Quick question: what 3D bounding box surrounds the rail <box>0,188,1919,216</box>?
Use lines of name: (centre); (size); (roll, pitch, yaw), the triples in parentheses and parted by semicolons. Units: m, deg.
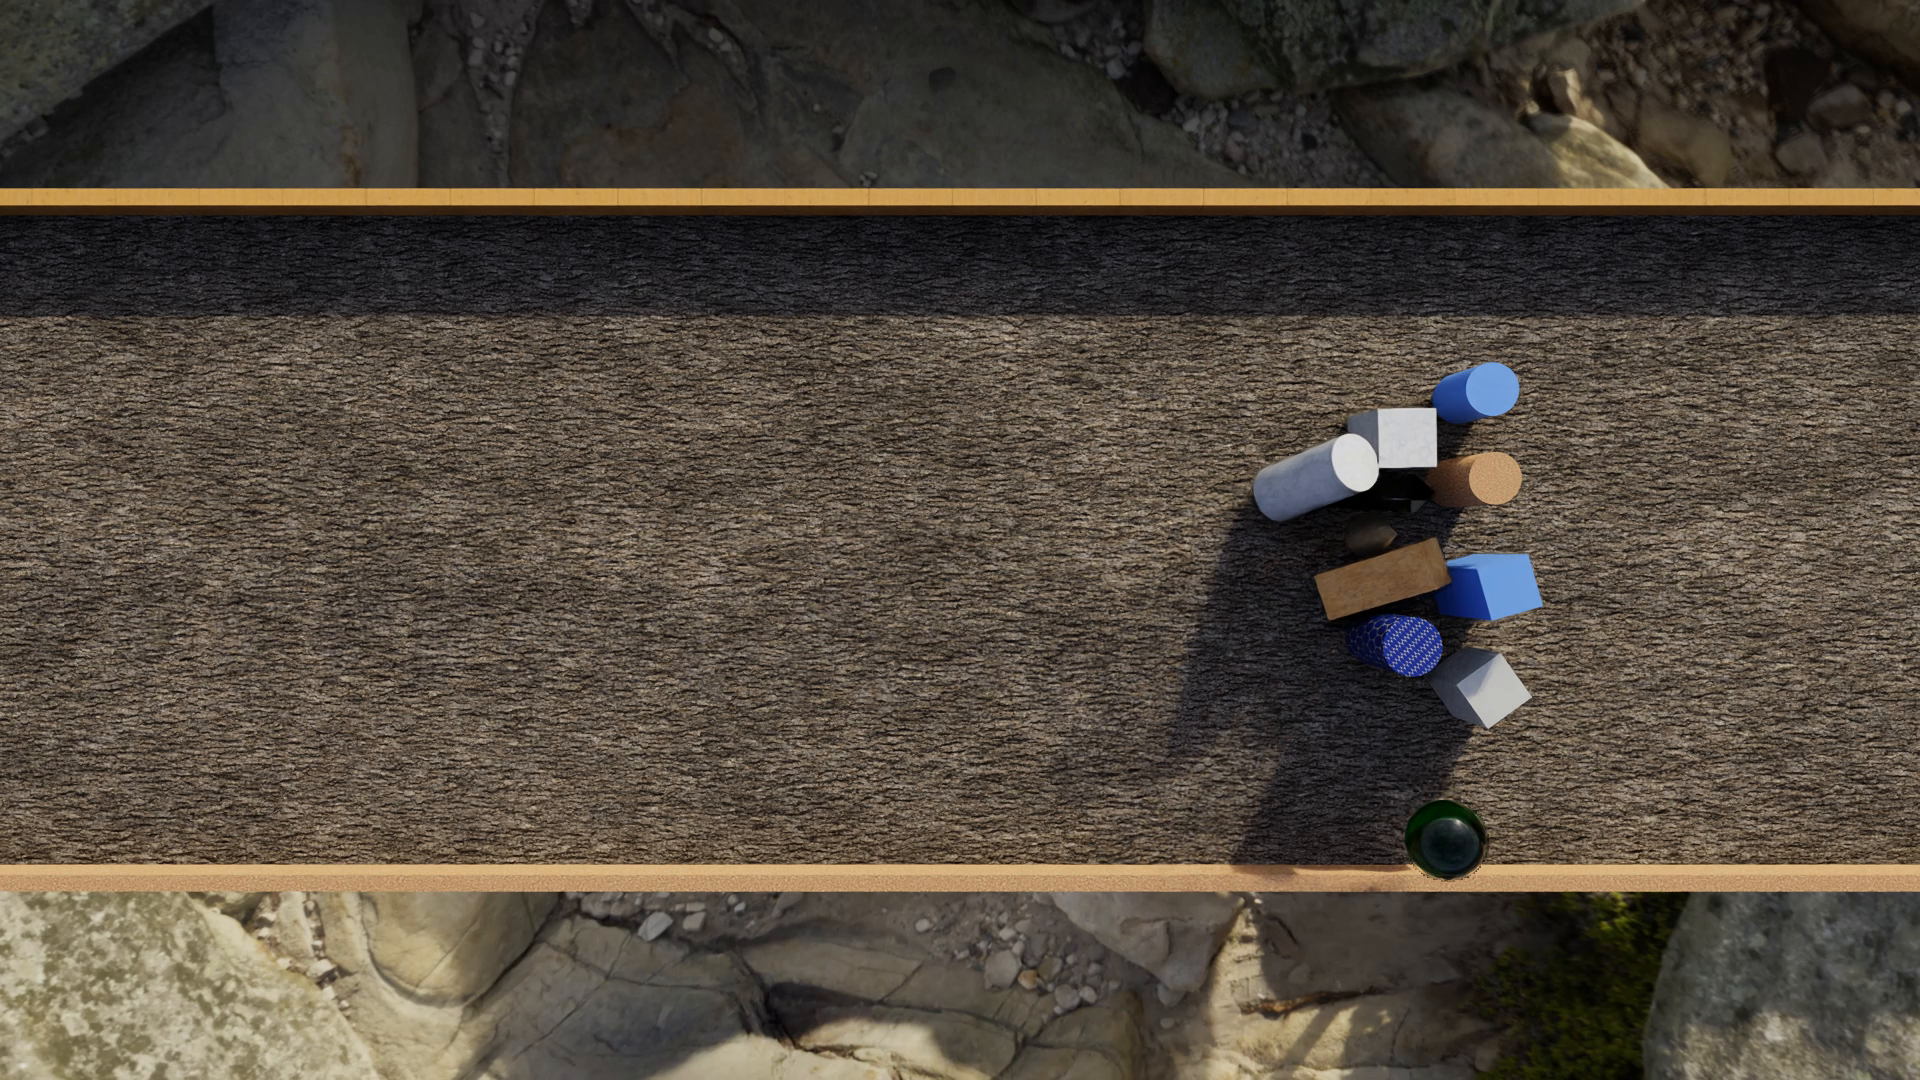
rail: (-2.247, -1.025, 5.002); (12.000, 0.150, 0.050); (0, 90, 0)

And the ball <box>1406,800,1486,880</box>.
ball: (1.395, 0.861, 4.736); (0.225, 0.225, 0.225); (0, 90, 0)

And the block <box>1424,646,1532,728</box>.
block: (1.536, 0.434, 4.909); (0.156, 0.334, 0.156); (-36, 90, 0)

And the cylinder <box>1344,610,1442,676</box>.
cylinder: (1.268, 0.299, 4.847); (0.167, 0.459, 0.167); (0, 90, 0)

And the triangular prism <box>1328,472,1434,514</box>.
triangular prism: (1.222, -0.149, 4.891); (0.097, 0.385, 0.112); (-5, 97, -34)

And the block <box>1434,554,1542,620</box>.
block: (1.534, 0.135, 4.845); (0.150, 0.460, 0.150); (-16, 90, -1)

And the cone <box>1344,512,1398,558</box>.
cone: (1.254, -0.015, 4.898); (0.140, 0.355, 0.140); (0, 89, 0)

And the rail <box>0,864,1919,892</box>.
rail: (-2.247, 1.025, 5.001); (12.000, 0.150, 0.050); (0, 90, 0)

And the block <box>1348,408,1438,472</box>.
block: (1.285, -0.295, 4.917); (0.170, 0.312, 0.170); (-1, 90, -2)

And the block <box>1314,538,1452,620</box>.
block: (1.258, 0.117, 4.916); (0.345, 0.142, 0.142); (-21, 86, 35)

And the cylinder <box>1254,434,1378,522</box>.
cylinder: (1.049, -0.181, 4.877); (0.172, 0.362, 0.172); (8, 73, -27)

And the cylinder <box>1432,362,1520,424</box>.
cylinder: (1.531, -0.434, 4.909); (0.154, 0.335, 0.154); (0, 90, 0)

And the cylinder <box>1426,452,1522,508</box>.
cylinder: (1.507, -0.174, 4.860); (0.149, 0.434, 0.149); (0, 90, 0)
